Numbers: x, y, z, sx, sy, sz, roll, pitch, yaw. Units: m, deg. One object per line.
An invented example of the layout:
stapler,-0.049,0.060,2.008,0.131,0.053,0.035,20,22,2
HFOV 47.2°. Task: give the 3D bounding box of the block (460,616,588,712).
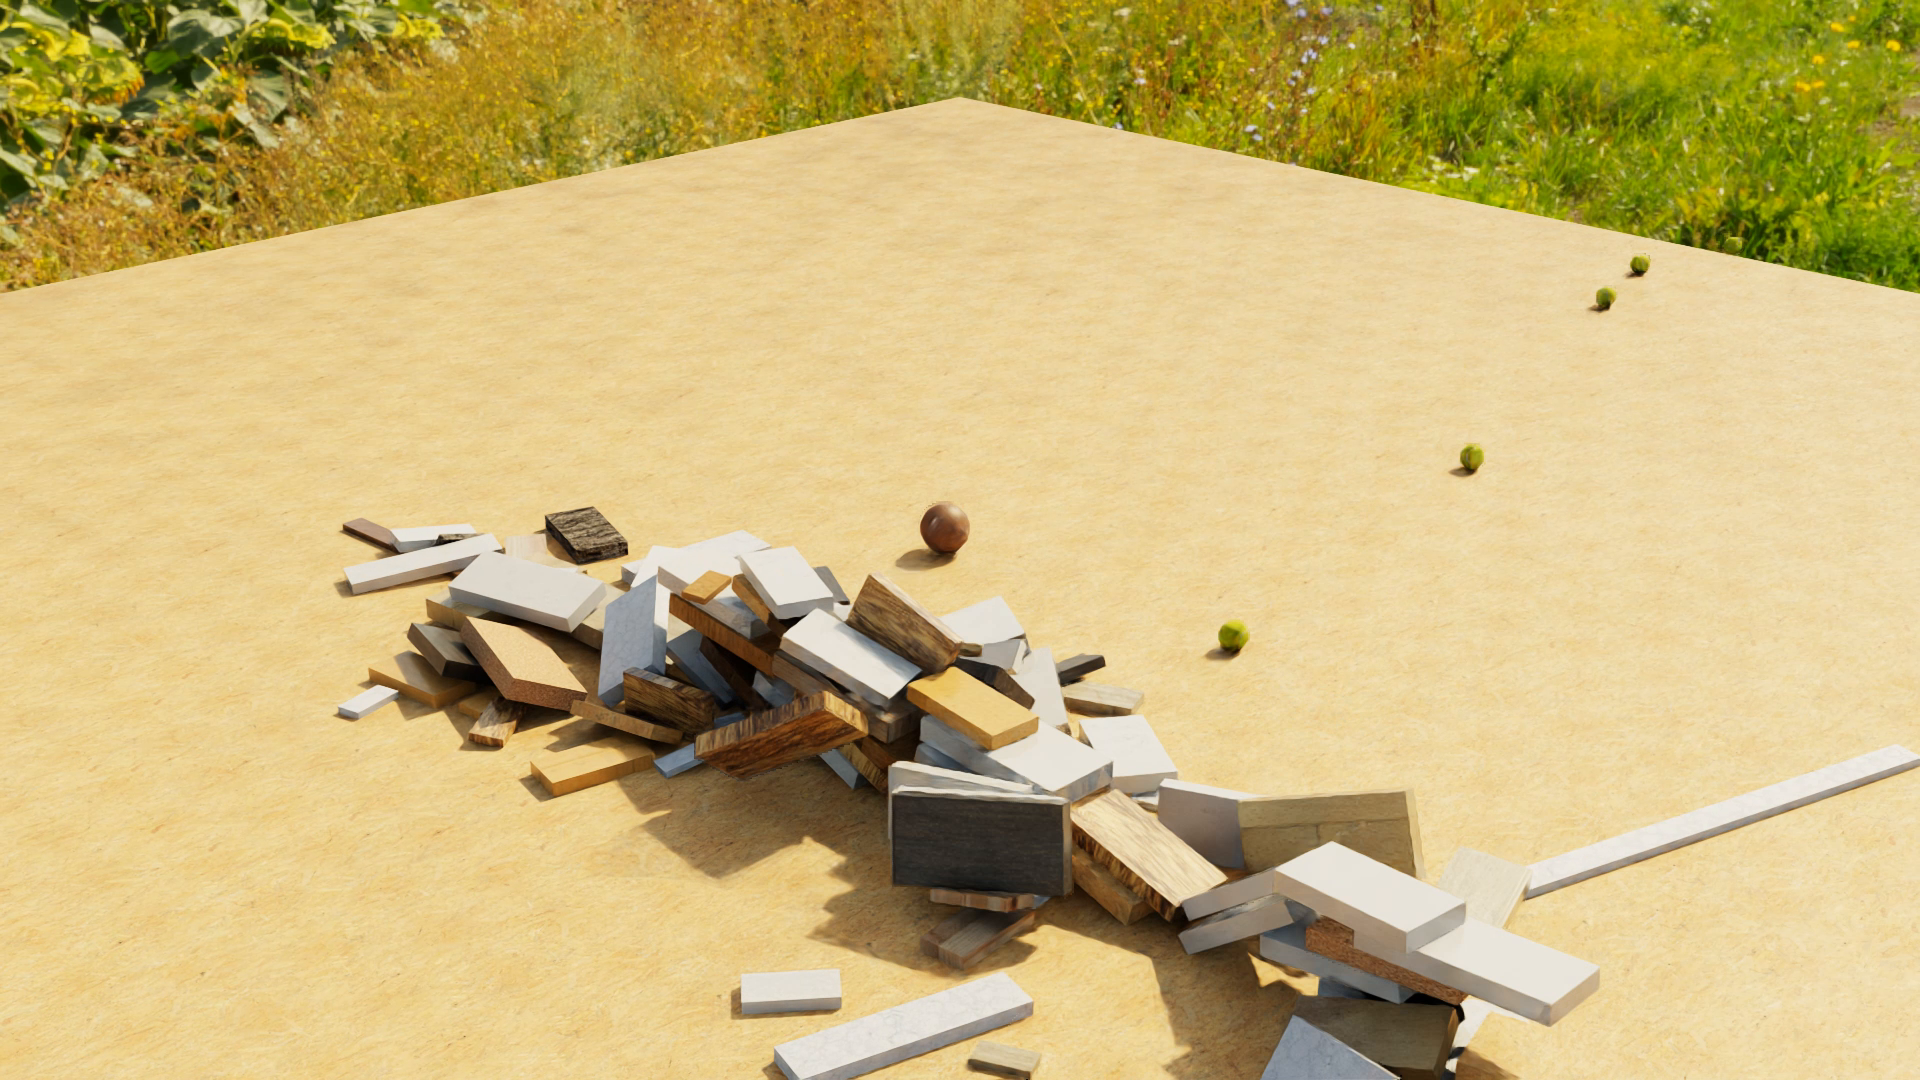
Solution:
block,-0.986,0.279,4.949,0.179,0.051,0.357,15,12,-34

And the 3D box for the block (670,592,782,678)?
block,-0.456,0.182,4.808,0.347,0.049,0.174,28,35,36

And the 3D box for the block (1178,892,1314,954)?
block,0.536,0.666,3.922,0.145,0.041,0.291,-20,-7,-39

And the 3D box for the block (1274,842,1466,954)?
block,0.686,0.598,3.699,0.147,0.042,0.293,-18,24,-35

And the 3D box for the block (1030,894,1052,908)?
block,0.097,0.648,4.197,0.174,0.025,0.087,19,31,38

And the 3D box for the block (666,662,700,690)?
block,-0.574,0.260,4.985,0.103,0.029,0.207,24,47,5

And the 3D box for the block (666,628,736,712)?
block,-0.557,0.286,4.923,0.207,0.029,0.103,42,48,21

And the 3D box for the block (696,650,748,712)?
block,-0.498,0.298,4.889,0.087,0.025,0.175,-22,57,-40

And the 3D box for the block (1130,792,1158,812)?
block,0.402,0.533,4.486,0.103,0.015,0.052,12,26,26

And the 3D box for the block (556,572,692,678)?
block,-0.796,0.200,5.178,0.518,0.051,0.179,21,31,33

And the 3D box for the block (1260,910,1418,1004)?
block,0.677,0.710,3.788,0.145,0.041,0.291,-21,22,-41

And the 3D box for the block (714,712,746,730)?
block,-0.470,0.425,4.727,0.087,0.025,0.175,-15,27,-31

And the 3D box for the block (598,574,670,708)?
block,-0.735,0.225,4.965,0.156,0.044,0.311,-31,35,19

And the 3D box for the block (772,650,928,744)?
block,-0.211,0.300,4.584,0.344,0.049,0.172,28,35,36

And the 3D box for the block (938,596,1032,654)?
block,0.049,0.219,5.052,0.169,0.048,0.337,-20,15,-4

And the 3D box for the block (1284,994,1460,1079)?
block,0.673,0.826,3.638,0.273,0.039,0.136,-2,35,32

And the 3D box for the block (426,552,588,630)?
block,-1.099,0.129,5.349,0.179,0.051,0.357,17,28,35

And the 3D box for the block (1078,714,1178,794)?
block,0.351,0.450,4.628,0.143,0.041,0.286,-4,20,-9

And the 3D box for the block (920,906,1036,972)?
block,0.033,0.716,4.036,0.104,0.029,0.207,18,29,36

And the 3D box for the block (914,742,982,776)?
block,0.092,0.502,4.366,0.178,0.050,0.356,-20,47,-40

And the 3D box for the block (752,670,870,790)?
block,-0.264,0.373,4.670,0.174,0.049,0.347,-20,50,-39

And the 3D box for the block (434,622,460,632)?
block,-1.189,0.203,5.260,0.119,0.017,0.059,3,23,7

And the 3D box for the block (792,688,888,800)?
block,-0.175,0.401,4.588,0.172,0.049,0.344,-20,50,-39

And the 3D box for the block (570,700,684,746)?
block,-0.717,0.392,4.728,0.221,0.031,0.111,14,-5,29

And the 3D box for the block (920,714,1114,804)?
block,0.110,0.415,4.346,0.356,0.050,0.178,26,34,38

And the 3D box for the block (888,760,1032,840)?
block,-0.001,0.527,4.247,0.301,0.150,0.043,7,13,31

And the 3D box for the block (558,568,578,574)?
block,-0.991,0.087,5.311,0.123,0.017,0.062,-2,20,7

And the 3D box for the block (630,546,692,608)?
block,-0.701,0.092,5.351,0.149,0.042,0.299,8,19,0

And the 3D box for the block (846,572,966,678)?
block,-0.115,0.190,4.560,0.252,0.126,0.036,38,26,25

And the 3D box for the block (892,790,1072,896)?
block,0.038,0.560,4.069,0.336,0.168,0.048,1,4,21

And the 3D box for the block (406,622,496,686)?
block,-1.152,0.260,5.008,0.135,0.038,0.271,15,8,-34

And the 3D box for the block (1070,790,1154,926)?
block,0.259,0.581,4.212,0.178,0.050,0.356,-20,45,-39

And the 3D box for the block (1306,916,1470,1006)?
block,0.744,0.686,3.695,0.291,0.041,0.145,15,26,40

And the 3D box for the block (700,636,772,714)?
block,-0.395,0.310,4.783,0.174,0.049,0.347,-19,52,-38

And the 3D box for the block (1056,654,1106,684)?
block,0.229,0.299,4.970,0.183,0.026,0.091,-18,9,-29

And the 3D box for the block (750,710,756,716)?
block,-0.372,0.390,4.810,0.087,0.025,0.175,-20,30,-39

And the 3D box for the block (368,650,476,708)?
block,-1.218,0.314,4.978,0.231,0.033,0.116,17,28,35

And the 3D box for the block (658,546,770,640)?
block,-0.504,0.112,4.831,0.311,0.044,0.156,28,35,36

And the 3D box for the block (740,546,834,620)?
block,-0.371,0.089,4.684,0.124,0.035,0.248,-9,28,-22

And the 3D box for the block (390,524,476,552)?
block,-1.361,-0.005,5.702,0.207,0.029,0.103,-5,20,-28

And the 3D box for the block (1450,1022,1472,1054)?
block,0.819,0.823,3.684,0.054,0.015,0.109,-2,23,-5

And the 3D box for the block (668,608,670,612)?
block,-0.699,0.184,5.300,0.076,0.022,0.153,-21,31,-40

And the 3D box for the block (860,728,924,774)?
block,-0.021,0.479,4.446,0.172,0.049,0.344,-22,48,-41
